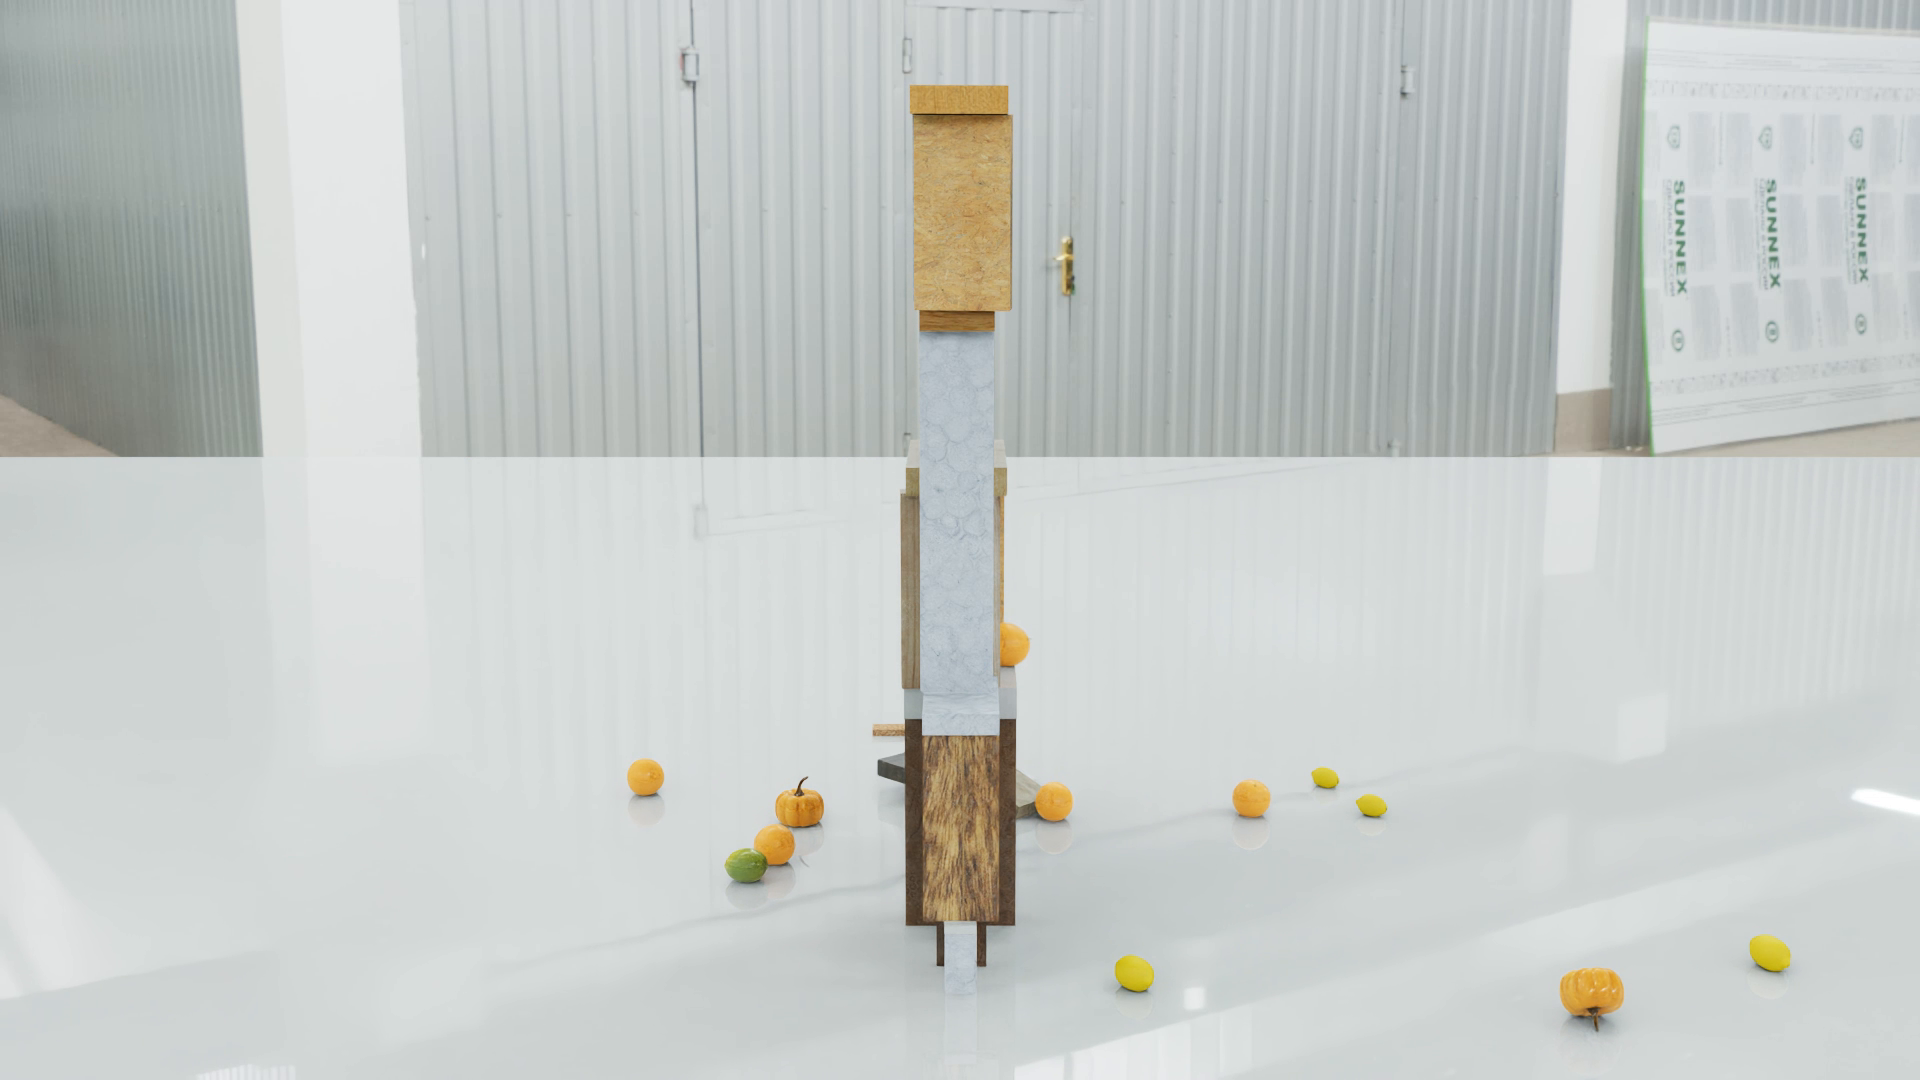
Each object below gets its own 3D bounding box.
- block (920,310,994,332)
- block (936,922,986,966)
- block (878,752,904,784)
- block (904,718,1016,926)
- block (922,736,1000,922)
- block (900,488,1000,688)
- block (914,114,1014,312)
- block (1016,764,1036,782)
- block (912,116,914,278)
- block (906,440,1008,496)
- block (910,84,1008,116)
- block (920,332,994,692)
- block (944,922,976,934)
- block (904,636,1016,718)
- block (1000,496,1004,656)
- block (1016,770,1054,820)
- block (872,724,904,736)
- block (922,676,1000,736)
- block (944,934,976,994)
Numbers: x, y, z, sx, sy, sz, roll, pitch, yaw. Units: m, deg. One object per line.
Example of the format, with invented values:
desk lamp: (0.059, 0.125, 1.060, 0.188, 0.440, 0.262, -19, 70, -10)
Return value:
block: (-0.003, -0.335, 3.264, 0.108, 0.031, 0.217, 0, 11, 0)
block: (0.003, 0.573, 3.346, 0.076, 0.152, 0.022, 0, 11, 1)
block: (-0.040, 0.432, 4.276, 0.224, 0.032, 0.112, -10, 14, -43)
block: (0.001, 0.440, 3.513, 0.175, 0.351, 0.050, 0, 11, 0)
block: (0.001, 0.416, 3.225, 0.111, 0.288, 0.031, 0, 10, 0)
block: (-0.016, 0.075, 3.407, 0.153, 0.307, 0.043, -1, 10, -4)
block: (0.005, -0.466, 3.132, 0.137, 0.274, 0.039, 1, 13, 6)
block: (0.041, 0.462, 4.185, 0.102, 0.029, 0.204, 33, 28, 32)
block: (-0.002, -0.499, 3.308, 0.137, 0.274, 0.039, 0, 10, 0)
block: (-0.005, -0.116, 3.475, 0.153, 0.043, 0.307, 0, 11, 0)
block: (-0.002, -0.637, 3.191, 0.137, 0.039, 0.274, 0, 10, 0)
block: (-0.005, -0.041, 3.245, 0.108, 0.541, 0.031, 0, 11, 1)
block: (-0.001, 0.562, 3.265, 0.047, 0.013, 0.094, 0, 10, -2)
block: (0.001, 0.222, 3.592, 0.175, 0.050, 0.351, 0, 11, 0)
block: (-0.005, 0.038, 3.608, 0.153, 0.307, 0.043, 0, 11, -1)
block: (0.066, 0.452, 4.148, 0.204, 0.029, 0.102, 32, 27, 33)
block: (-0.137, 0.401, 4.648, 0.095, 0.013, 0.047, 0, 11, -1)
block: (0.002, 0.245, 3.270, 0.111, 0.031, 0.222, 0, 10, 0)
block: (0.001, 0.621, 3.243, 0.047, 0.095, 0.013, 0, 10, 0)
